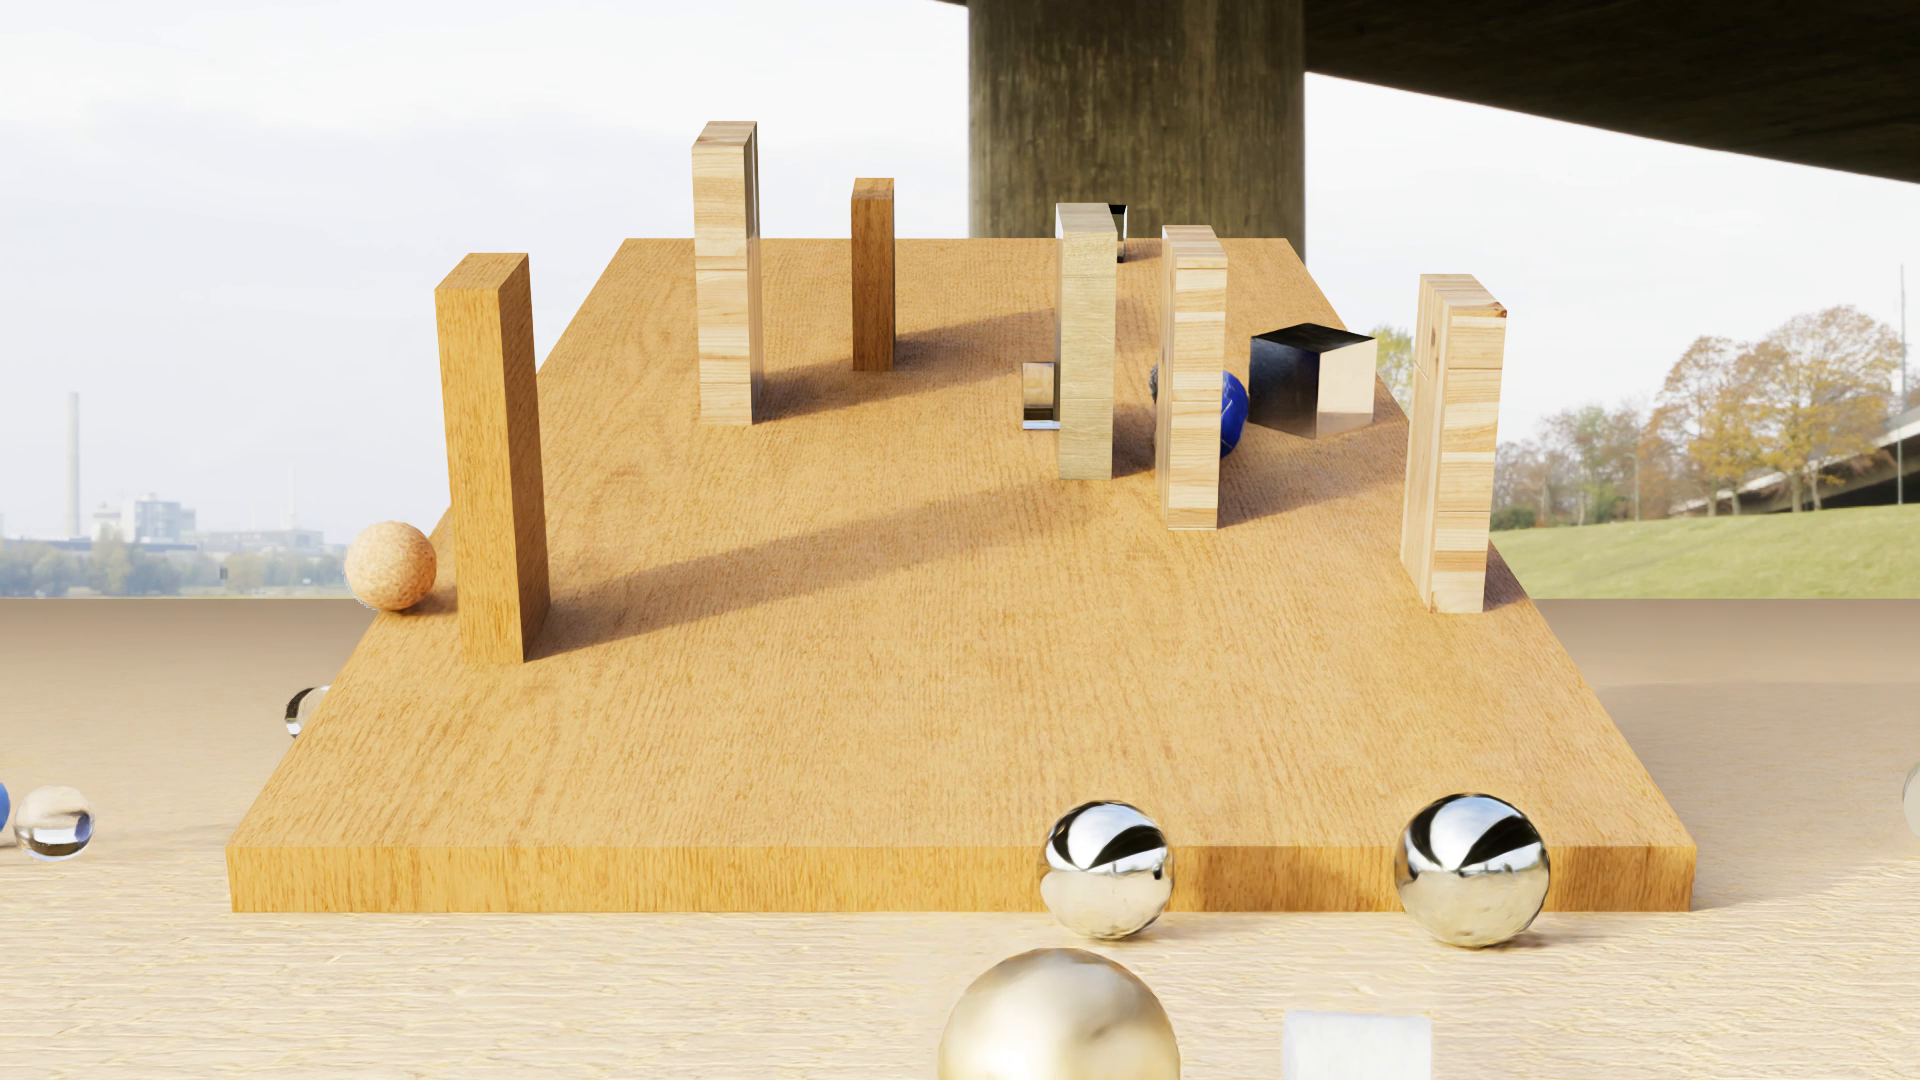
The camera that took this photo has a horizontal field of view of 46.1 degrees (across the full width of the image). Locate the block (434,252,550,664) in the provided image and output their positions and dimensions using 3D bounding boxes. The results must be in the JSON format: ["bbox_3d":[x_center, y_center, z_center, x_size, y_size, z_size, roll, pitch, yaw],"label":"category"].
[{"bbox_3d":[-0.760,-0.136,3.696,0.098,0.621,0.267,0,19,0],"label":"block"}]

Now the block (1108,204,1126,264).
[{"bbox_3d":[0.408,-0.891,6.559,0.143,0.143,0.143,2,20,6],"label":"block"}]

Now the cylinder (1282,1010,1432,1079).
[{"bbox_3d":[0.308,0.423,1.747,0.111,0.111,0.111,1,-1,12],"label":"cylinder"}]

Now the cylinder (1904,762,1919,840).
[{"bbox_3d":[1.689,0.444,3.826,0.167,0.167,0.167,-1,0,23],"label":"cylinder"}]

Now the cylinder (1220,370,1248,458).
[{"bbox_3d":[0.518,-0.264,4.752,0.163,0.163,0.163,0,19,13],"label":"cylinder"}]

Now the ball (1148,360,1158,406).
[{"bbox_3d":[0.491,-0.342,4.910,0.160,0.160,0.160,0,-1,0],"label":"ball"}]

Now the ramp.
[{"bbox_3d":[-0.005,-0.202,4.969,2.000,0.100,4.000,0,19,0],"label":"ramp"}]

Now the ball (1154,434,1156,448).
[{"bbox_3d":[0.465,-0.203,4.620,0.136,0.136,0.136,0,-1,0],"label":"ball"}]

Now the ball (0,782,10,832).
[{"bbox_3d":[-1.697,0.457,3.850,0.143,0.143,0.143,0,-1,0],"label":"ball"}]

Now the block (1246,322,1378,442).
[{"bbox_3d":[0.770,-0.349,4.948,0.194,0.194,0.194,-17,26,-40],"label":"block"}]

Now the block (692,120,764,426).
[{"bbox_3d":[-0.513,-0.599,5.028,0.110,0.609,0.361,0,19,0],"label":"block"}]

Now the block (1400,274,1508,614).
[{"bbox_3d":[0.855,-0.172,3.934,0.090,0.534,0.274,0,19,0],"label":"block"}]

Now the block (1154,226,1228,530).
[{"bbox_3d":[0.442,-0.316,4.354,0.093,0.527,0.292,0,19,0],"label":"block"}]

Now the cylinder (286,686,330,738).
[{"bbox_3d":[-1.843,0.508,6.536,0.165,0.165,0.165,0,-1,3],"label":"cylinder"}]

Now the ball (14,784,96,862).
[{"bbox_3d":[-1.475,0.462,3.679,0.125,0.125,0.125,0,-1,0],"label":"ball"}]

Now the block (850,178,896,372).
[{"bbox_3d":[-0.208,-0.645,5.453,0.095,0.412,0.283,0,19,0],"label":"block"}]

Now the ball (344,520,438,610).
[{"bbox_3d":[-0.973,0.044,3.864,0.154,0.154,0.154,0,-1,0],"label":"ball"}]

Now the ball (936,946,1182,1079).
[{"bbox_3d":[0.072,0.388,1.650,0.179,0.179,0.179,0,-1,0],"label":"ball"}]

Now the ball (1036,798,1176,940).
[{"bbox_3d":[0.184,0.415,2.850,0.176,0.176,0.176,0,-1,0],"label":"ball"}]

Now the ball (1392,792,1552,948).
[{"bbox_3d":[0.633,0.408,2.797,0.191,0.191,0.191,0,-1,0],"label":"ball"}]

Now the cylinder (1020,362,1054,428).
[{"bbox_3d":[0.209,-0.315,4.921,0.147,0.147,0.147,0,-1,-1],"label":"cylinder"}]

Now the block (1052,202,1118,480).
[{"bbox_3d":[0.254,-0.413,4.651,0.107,0.510,0.299,0,19,0],"label":"block"}]
